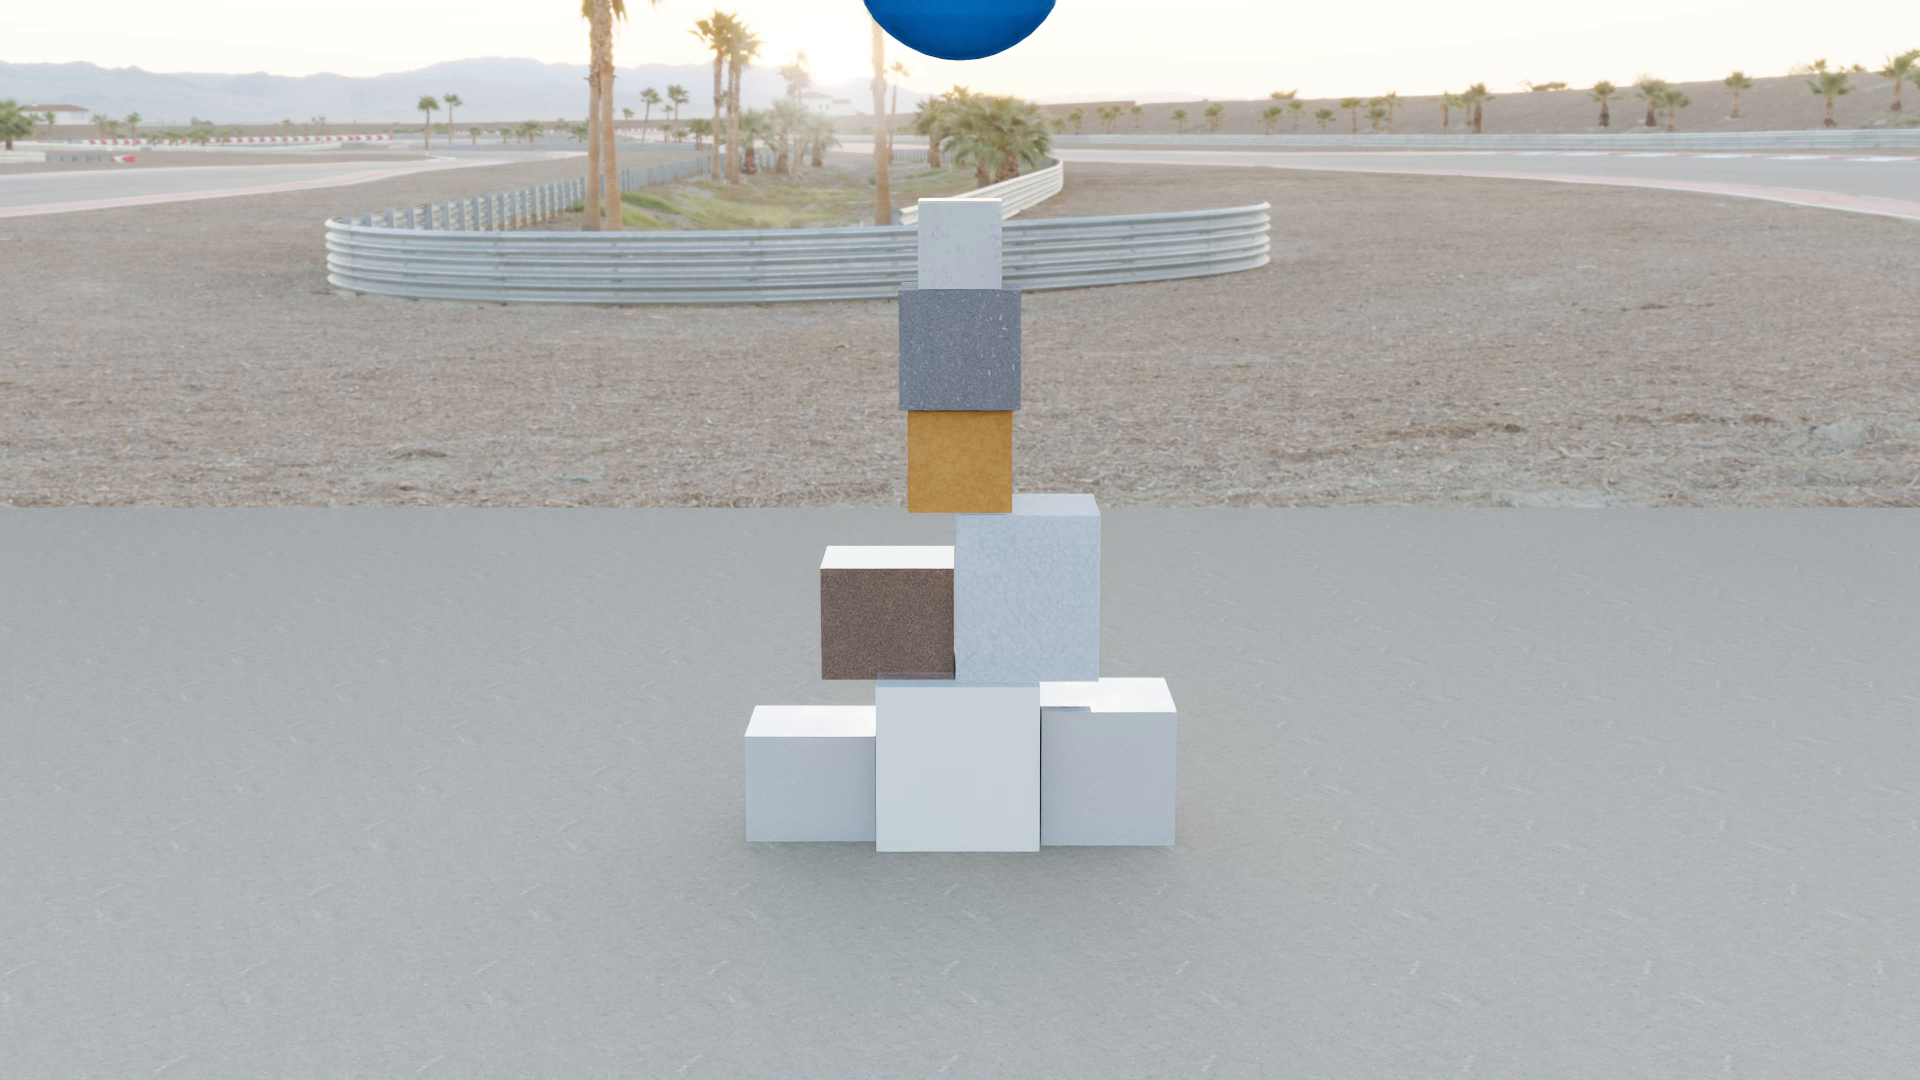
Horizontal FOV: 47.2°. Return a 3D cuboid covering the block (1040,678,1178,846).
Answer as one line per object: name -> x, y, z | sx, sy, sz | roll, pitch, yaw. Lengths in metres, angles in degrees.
block -> 0.745, 1.136, 11.379 | 0.676, 0.693, 0.705 | 0, 10, 0

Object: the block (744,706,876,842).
block -> -0.755, 1.204, 11.405 | 0.655, 0.550, 0.601 | 0, 10, 0

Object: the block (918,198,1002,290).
block -> 0.000, -1.472, 10.896 | 0.406, 0.426, 0.438 | 0, 10, 0

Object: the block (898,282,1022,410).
block -> 0.000, -0.977, 10.990 | 0.593, 0.582, 0.632 | 0, 10, 0

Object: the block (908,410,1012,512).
block -> 0.000, -0.440, 11.117 | 0.514, 0.519, 0.563 | 0, 10, 0

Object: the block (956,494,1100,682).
block -> 0.335, 0.233, 11.217 | 0.714, 0.840, 0.685 | 0, 10, 0

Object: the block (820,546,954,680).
block -> -0.362, 0.365, 11.249 | 0.660, 0.568, 0.603 | 0, 10, 0

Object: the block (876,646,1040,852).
block -> -0.010, 1.063, 11.360 | 0.814, 0.844, 0.883 | 0, 10, 0

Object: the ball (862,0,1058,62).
ball -> 0.000, -4.225, 15.652 | 1.600, 1.600, 1.600 | 0, 10, 0
